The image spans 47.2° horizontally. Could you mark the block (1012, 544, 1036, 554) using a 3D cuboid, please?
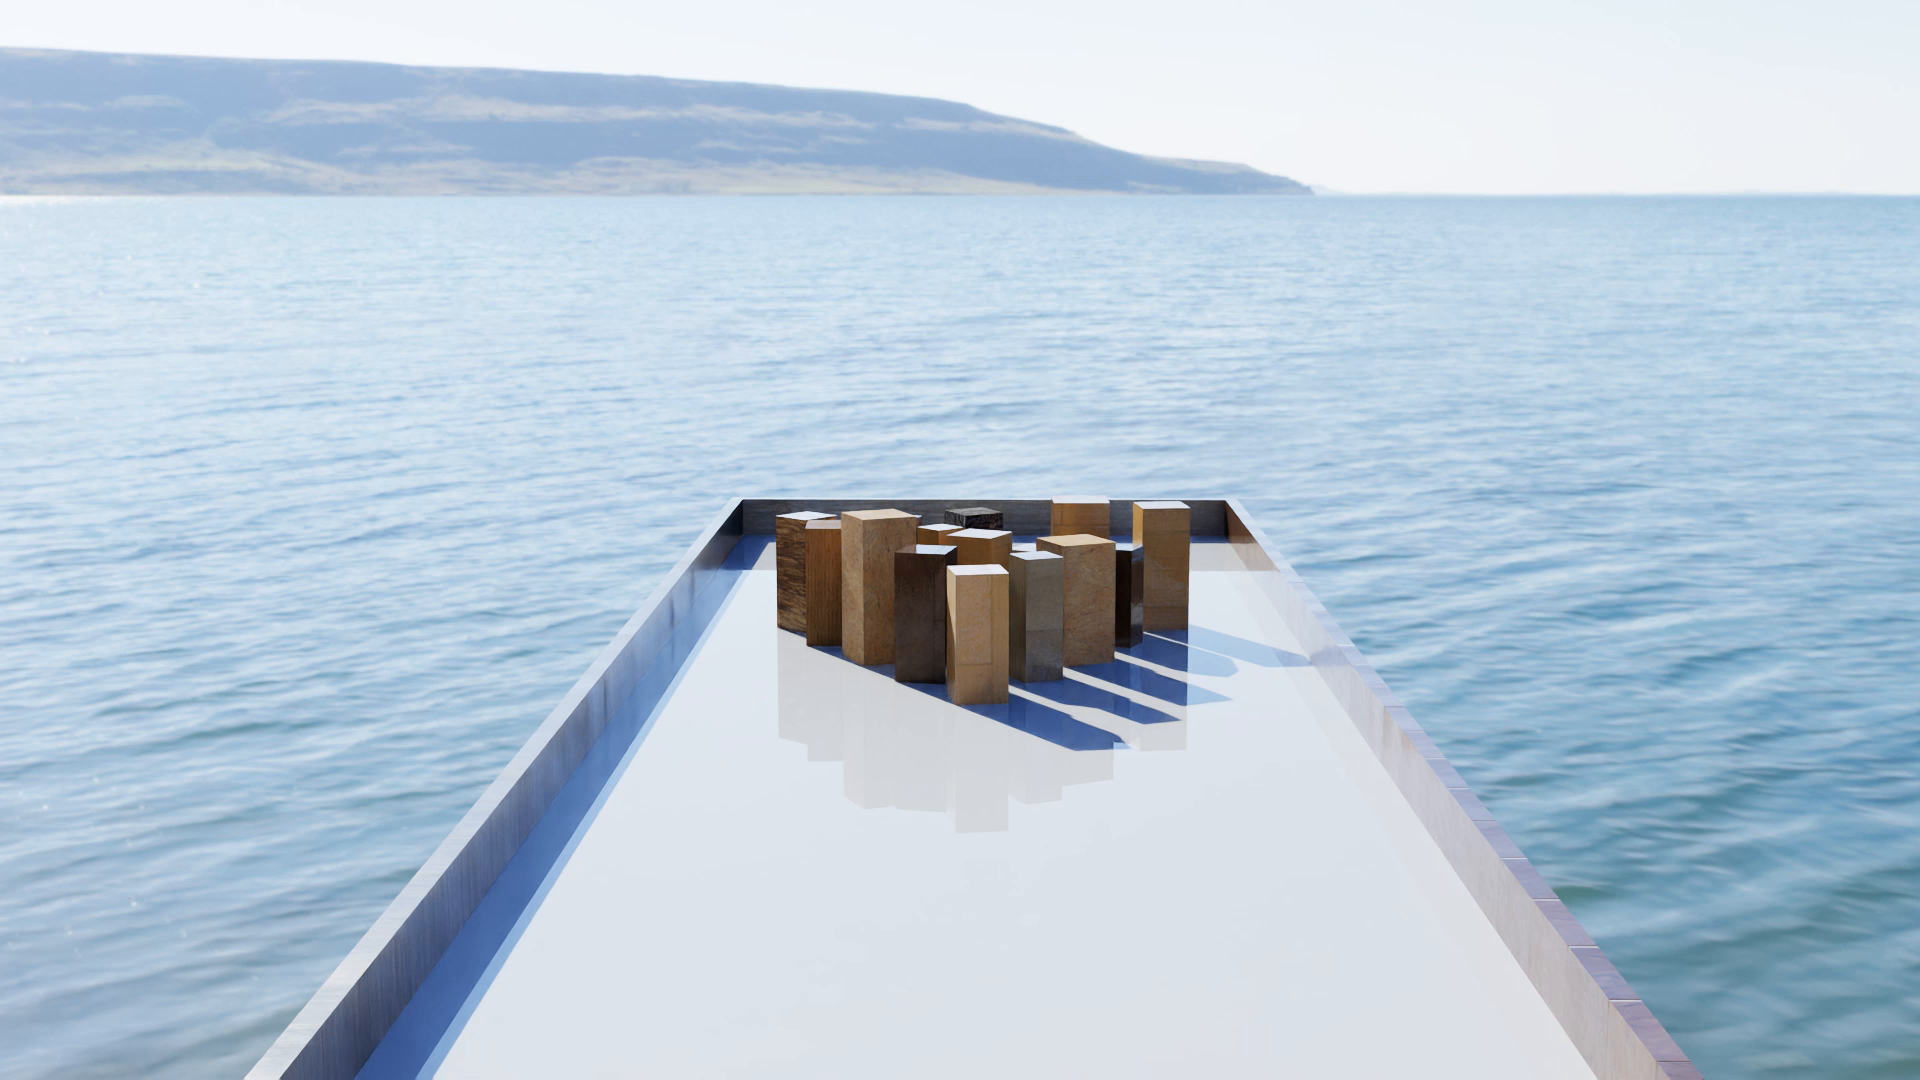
[{"bbox_3d":[0.240,0.177,6.918,0.137,0.306,0.137,6,11,31],"label":"block"}]

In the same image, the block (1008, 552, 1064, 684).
[{"bbox_3d":[0.222,0.224,6.433,0.120,0.363,0.120,-4,10,-23],"label":"block"}]

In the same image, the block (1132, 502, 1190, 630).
[{"bbox_3d":[0.657,0.084,7.198,0.156,0.402,0.156,-1,9,-7],"label":"block"}]

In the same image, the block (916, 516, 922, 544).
[{"bbox_3d":[-0.240,0.105,7.201,0.177,0.359,0.177,4,10,24],"label":"block"}]

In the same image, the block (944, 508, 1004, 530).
[{"bbox_3d":[0.044,0.093,7.208,0.141,0.379,0.141,-5,10,-29],"label":"block"}]

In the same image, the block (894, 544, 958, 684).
[{"bbox_3d":[-0.099,0.216,6.426,0.150,0.382,0.150,2,9,13],"label":"block"}]

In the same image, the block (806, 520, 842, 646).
[{"bbox_3d":[-0.396,0.135,6.969,0.177,0.373,0.177,0,9,-1],"label":"block"}]

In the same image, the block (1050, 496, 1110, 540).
[{"bbox_3d":[0.390,0.076,7.178,0.180,0.423,0.180,0,9,-1],"label":"block"}]

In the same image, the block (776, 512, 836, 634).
[{"bbox_3d":[-0.500,0.104,7.173,0.140,0.370,0.140,8,12,42],"label":"block"}]

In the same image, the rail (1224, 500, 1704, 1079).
[{"bbox_3d":[1.046,0.843,3.208,0.050,0.150,12.000,0,9,1],"label":"rail"}]

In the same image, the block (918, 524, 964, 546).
[{"bbox_3d":[-0.061,0.140,6.957,0.104,0.366,0.104,-8,12,-40],"label":"block"}]

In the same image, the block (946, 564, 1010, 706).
[{"bbox_3d":[0.049,0.264,6.166,0.150,0.368,0.150,-1,9,-9],"label":"block"}]

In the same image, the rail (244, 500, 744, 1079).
[{"bbox_3d":[-1.004,0.839,3.234,0.050,0.150,12.000,0,9,1],"label":"rail"}]

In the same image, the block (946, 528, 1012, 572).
[{"bbox_3d":[0.060,0.174,6.658,0.148,0.392,0.148,5,10,27],"label":"block"}]

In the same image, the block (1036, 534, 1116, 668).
[{"bbox_3d":[0.351,0.182,6.688,0.178,0.368,0.178,-4,10,-26],"label":"block"}]

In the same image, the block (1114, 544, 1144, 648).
[{"bbox_3d":[0.507,0.174,6.925,0.108,0.308,0.108,4,10,25],"label":"block"}]

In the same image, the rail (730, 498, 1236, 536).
[{"bbox_3d":[0.099,-0.098,9.147,2.100,0.150,0.050,0,9,1],"label":"rail"}]

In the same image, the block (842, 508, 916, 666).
[{"bbox_3d":[-0.247,0.142,6.692,0.174,0.445,0.174,-4,10,-24],"label":"block"}]
